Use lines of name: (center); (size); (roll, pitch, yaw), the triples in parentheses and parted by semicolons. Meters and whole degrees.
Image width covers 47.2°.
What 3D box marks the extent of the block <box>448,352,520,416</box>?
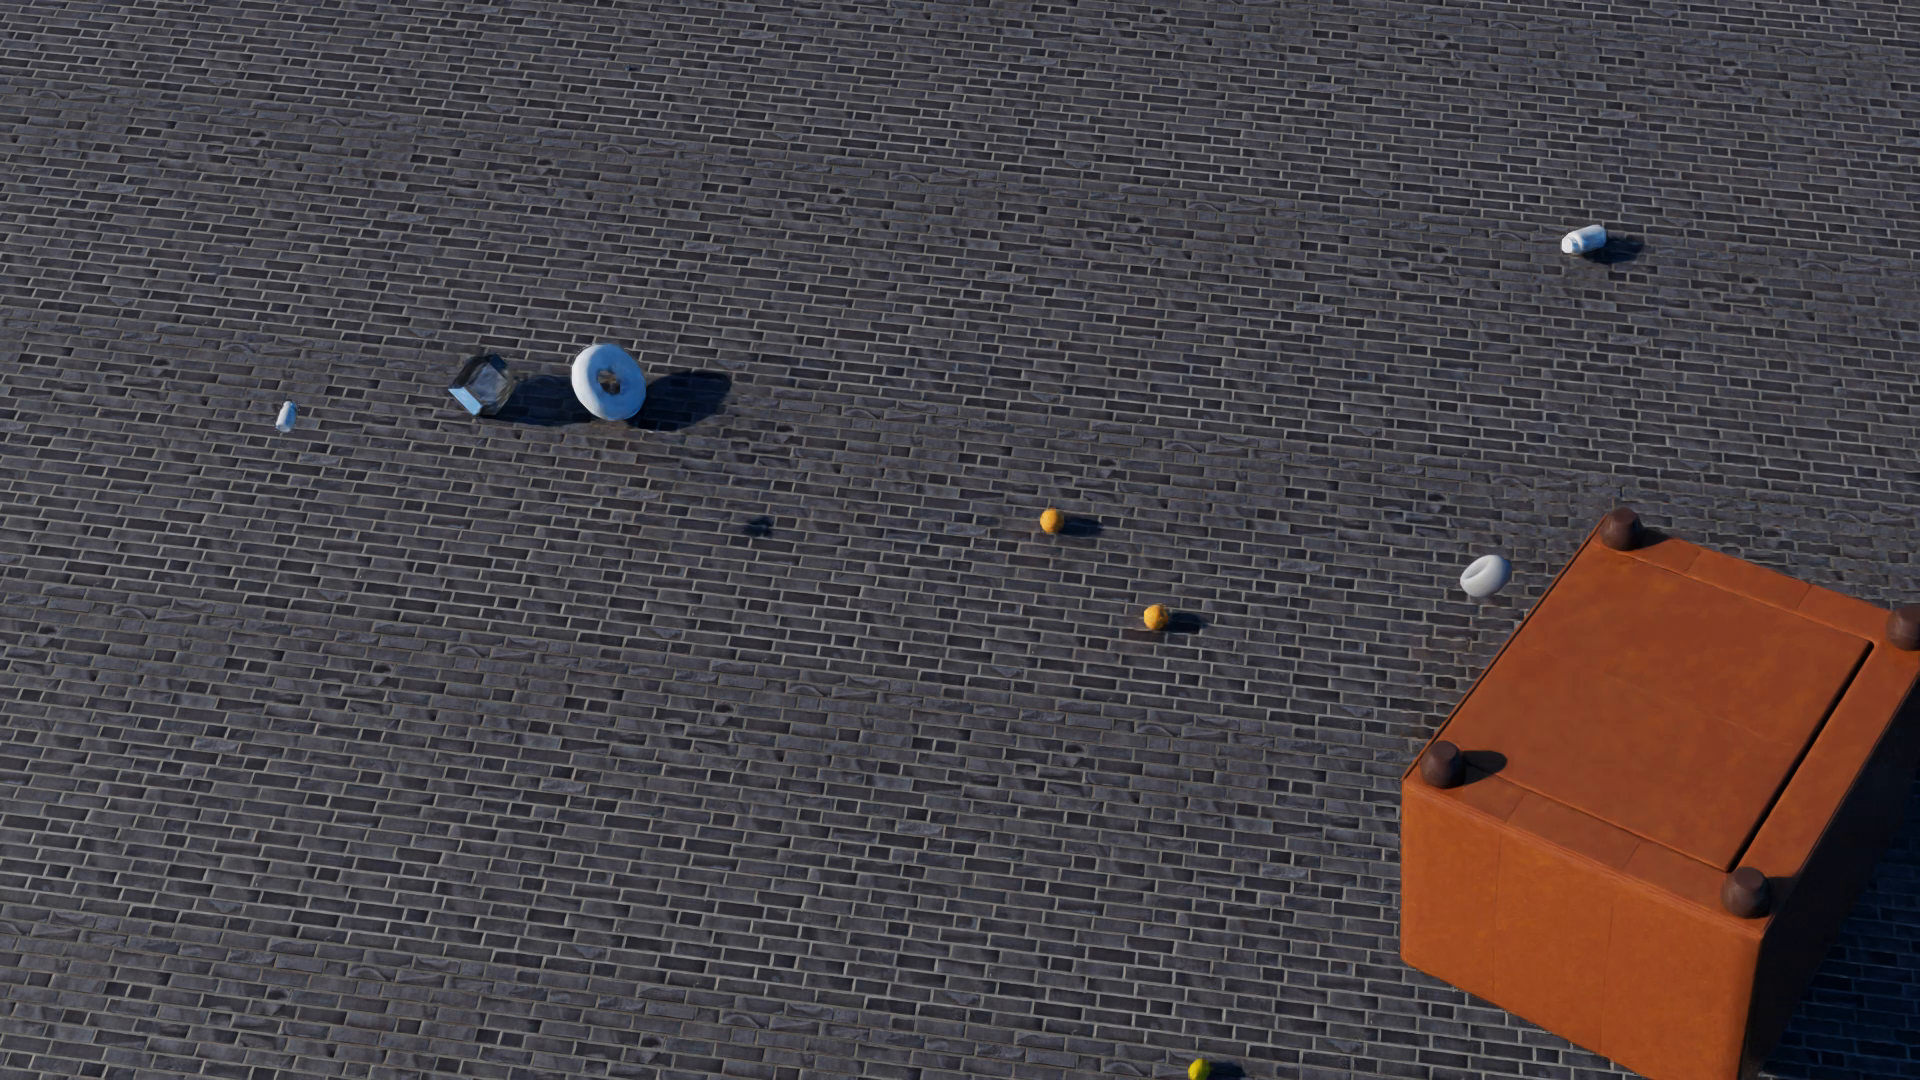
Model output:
block: (-1.467, -0.479, 6.786); (0.128, 0.122, 0.141); (-2, 49, 43)

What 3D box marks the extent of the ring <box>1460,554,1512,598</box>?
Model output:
ring: (1.413, 0.098, 5.903); (0.078, 0.150, 0.094); (37, 43, -17)

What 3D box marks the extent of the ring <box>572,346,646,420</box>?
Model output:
ring: (-1.082, -0.485, 6.784); (0.253, 0.090, 0.231); (44, 55, -17)
